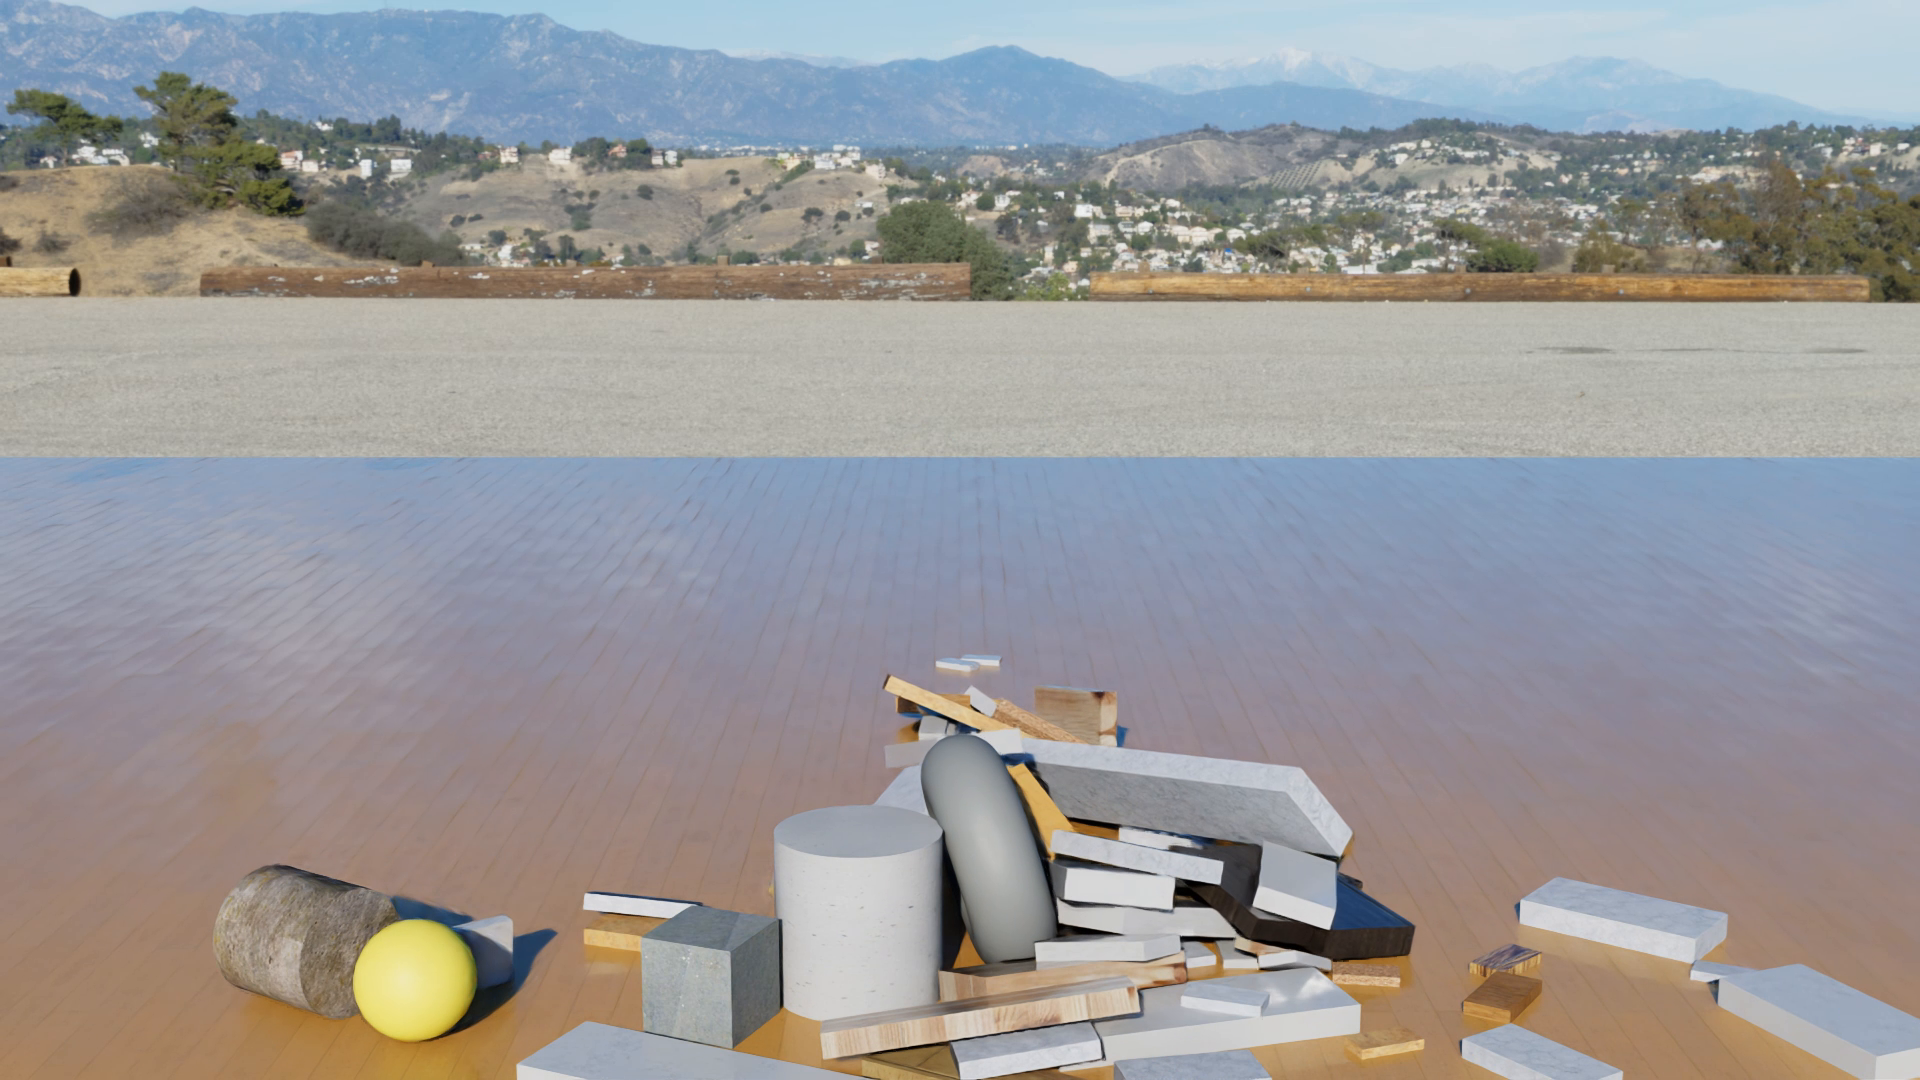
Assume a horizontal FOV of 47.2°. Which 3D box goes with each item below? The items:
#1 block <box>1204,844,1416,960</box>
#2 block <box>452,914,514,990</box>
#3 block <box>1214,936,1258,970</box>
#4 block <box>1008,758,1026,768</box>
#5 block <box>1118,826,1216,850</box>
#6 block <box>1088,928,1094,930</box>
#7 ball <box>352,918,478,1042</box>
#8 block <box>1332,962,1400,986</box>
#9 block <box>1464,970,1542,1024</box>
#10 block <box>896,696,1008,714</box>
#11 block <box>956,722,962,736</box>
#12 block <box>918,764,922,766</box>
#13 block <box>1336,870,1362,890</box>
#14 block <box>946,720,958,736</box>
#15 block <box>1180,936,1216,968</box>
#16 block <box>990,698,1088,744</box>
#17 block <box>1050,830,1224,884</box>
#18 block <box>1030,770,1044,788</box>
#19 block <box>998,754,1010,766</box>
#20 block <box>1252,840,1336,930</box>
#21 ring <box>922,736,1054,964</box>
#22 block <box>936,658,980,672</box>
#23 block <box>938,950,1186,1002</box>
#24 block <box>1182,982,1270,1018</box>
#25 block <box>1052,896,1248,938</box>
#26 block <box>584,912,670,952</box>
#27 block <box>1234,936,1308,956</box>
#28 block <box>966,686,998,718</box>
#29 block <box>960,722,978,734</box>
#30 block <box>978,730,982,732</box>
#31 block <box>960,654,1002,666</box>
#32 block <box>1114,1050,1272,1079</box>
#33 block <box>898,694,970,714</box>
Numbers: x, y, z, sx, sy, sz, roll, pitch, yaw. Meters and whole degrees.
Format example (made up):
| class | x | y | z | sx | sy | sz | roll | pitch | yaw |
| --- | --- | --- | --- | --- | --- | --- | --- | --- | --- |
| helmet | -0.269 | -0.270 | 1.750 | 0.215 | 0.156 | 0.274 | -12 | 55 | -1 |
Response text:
| class | x | y | z | sx | sy | sz | roll | pitch | yaw |
| --- | --- | --- | --- | --- | --- | --- | --- | --- | --- |
| block | 0.547 | 0.571 | 3.496 | 0.170 | 0.048 | 0.340 | 3 | 13 | -28 |
| block | -0.750 | 0.621 | 3.233 | 0.194 | 0.097 | 0.027 | -9 | 15 | -39 |
| block | 0.425 | 0.634 | 3.389 | 0.053 | 0.015 | 0.106 | 0 | 11 | -2 |
| block | 0.059 | 0.486 | 3.787 | 0.135 | 0.038 | 0.269 | -1 | 38 | -7 |
| block | 0.403 | 0.513 | 3.981 | 0.135 | 0.038 | 0.269 | 5 | 12 | 27 |
| block | 0.256 | 0.599 | 3.559 | 0.139 | 0.020 | 0.069 | -5 | 13 | -23 |
| ball | -0.761 | 0.615 | 3.075 | 0.169 | 0.169 | 0.169 | 0 | 11 | 0 |
| block | 0.609 | 0.652 | 3.299 | 0.099 | 0.014 | 0.049 | 2 | 11 | 8 |
| block | 0.792 | 0.666 | 3.206 | 0.069 | 0.020 | 0.139 | 7 | 12 | 32 |
| block | -0.018 | 0.352 | 4.689 | 0.118 | 0.033 | 0.236 | 5 | -5 | -40 |
| block | -0.029 | 0.355 | 4.180 | 0.058 | 0.016 | 0.115 | 2 | 15 | 3 |
| block | -0.019 | 0.440 | 3.934 | 0.085 | 0.024 | 0.170 | -3 | 19 | -11 |
| block | 0.596 | 0.580 | 3.654 | 0.139 | 0.020 | 0.069 | -9 | 18 | -39 |
| block | -0.040 | 0.361 | 4.094 | 0.058 | 0.016 | 0.115 | 3 | 15 | 6 |
| block | 0.349 | 0.633 | 3.397 | 0.053 | 0.015 | 0.106 | -3 | 11 | -18 |
| block | 0.149 | 0.390 | 4.256 | 0.201 | 0.100 | 0.028 | 27 | 48 | 0 |
| block | 0.271 | 0.489 | 3.394 | 0.125 | 0.035 | 0.249 | 16 | -8 | -40 |
| block | 0.089 | 0.501 | 3.710 | 0.135 | 0.038 | 0.269 | -2 | 39 | -9 |
| block | 0.048 | 0.478 | 3.671 | 0.142 | 0.040 | 0.283 | -7 | 40 | -15 |
| block | 0.520 | 0.533 | 3.411 | 0.119 | 0.034 | 0.238 | 17 | 11 | 7 |
| ring | 0.042 | 0.477 | 3.343 | 0.126 | 0.378 | 0.378 | -18 | 13 | -6 |
| block | -0.005 | 0.295 | 5.219 | 0.093 | 0.013 | 0.046 | 6 | 12 | 31 |
| block | 0.148 | 0.630 | 3.176 | 0.319 | 0.045 | 0.159 | -2 | -6 | -25 |
| block | 0.373 | 0.646 | 3.092 | 0.113 | 0.016 | 0.057 | 4 | 11 | 20 |
| block | 0.300 | 0.575 | 3.364 | 0.300 | 0.042 | 0.150 | 11 | -8 | -41 |
| block | -0.489 | 0.618 | 3.452 | 0.177 | 0.025 | 0.089 | 4 | 11 | 19 |
| block | 0.478 | 0.622 | 3.323 | 0.121 | 0.017 | 0.060 | 19 | -8 | -38 |
| block | 0.104 | 0.376 | 4.483 | 0.118 | 0.033 | 0.236 | 39 | -5 | -30 |
| block | -0.018 | 0.388 | 4.184 | 0.100 | 0.028 | 0.201 | 1 | 24 | 2 |
| block | 0.003 | 0.433 | 4.333 | 0.112 | 0.032 | 0.224 | 1 | 18 | 1 |
| block | 0.052 | 0.287 | 5.263 | 0.093 | 0.013 | 0.046 | 2 | 11 | 11 |
| block | 0.308 | 0.715 | 2.921 | 0.189 | 0.027 | 0.094 | -2 | 11 | -11 |
| block | -0.054 | 0.326 | 4.378 | 0.118 | 0.033 | 0.236 | 2 | -6 | -7 |
